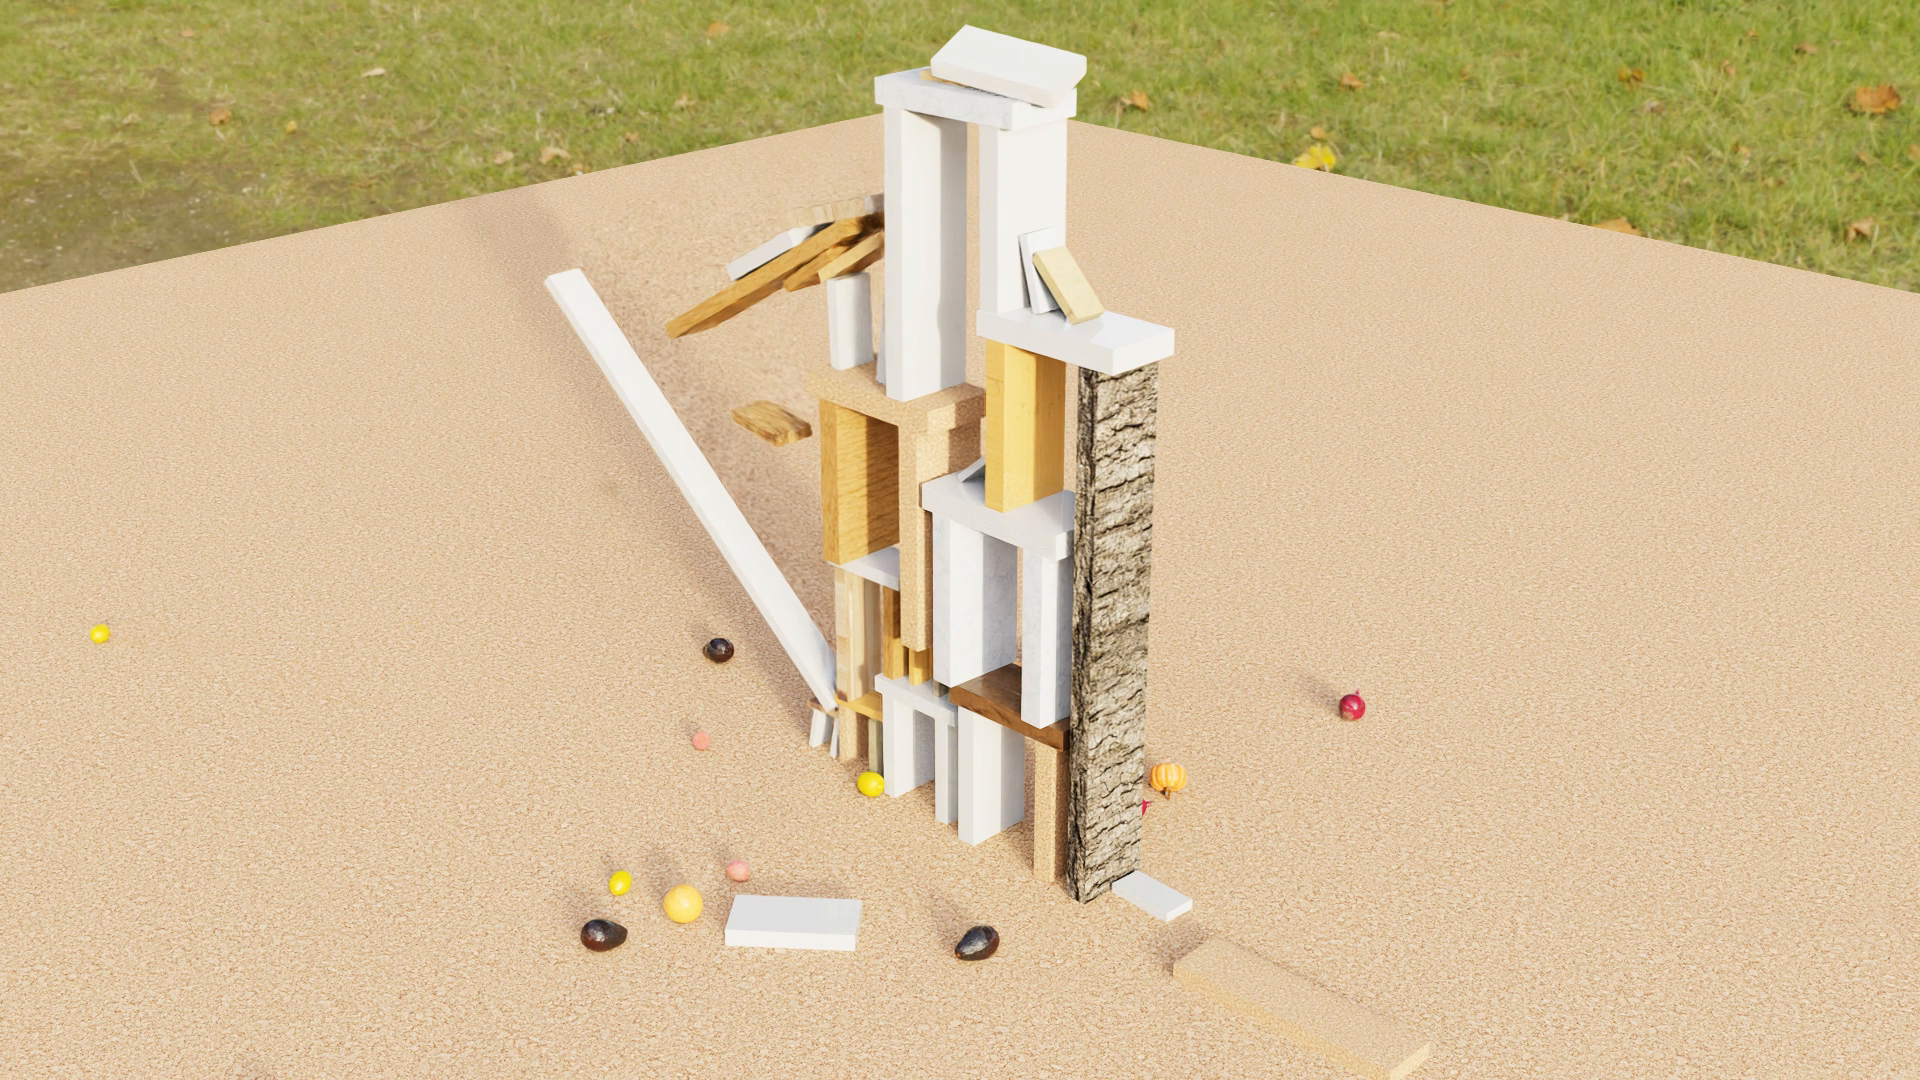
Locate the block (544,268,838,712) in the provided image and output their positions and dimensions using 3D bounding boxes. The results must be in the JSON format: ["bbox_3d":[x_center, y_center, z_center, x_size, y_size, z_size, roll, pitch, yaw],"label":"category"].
[{"bbox_3d":[-0.561,-0.120,4.743,0.086,0.024,1.144,-24,75,-44],"label":"block"}]

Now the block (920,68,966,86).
[{"bbox_3d":[-0.014,-0.820,3.887,0.105,0.015,0.053,18,29,35],"label":"block"}]

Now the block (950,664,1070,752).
[{"bbox_3d":[0.136,0.314,4.214,0.294,0.042,0.147,21,31,40],"label":"block"}]

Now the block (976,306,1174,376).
[{"bbox_3d":[0.200,-0.364,3.858,0.321,0.046,0.161,21,31,40],"label":"block"}]

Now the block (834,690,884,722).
[{"bbox_3d":[-0.185,0.338,4.575,0.142,0.020,0.071,19,29,37],"label":"block"}]

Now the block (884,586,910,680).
[{"bbox_3d":[-0.107,0.171,4.430,0.102,0.204,0.029,-21,32,-40],"label":"block"}]

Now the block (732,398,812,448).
[{"bbox_3d":[-0.390,-0.243,4.549,0.086,0.024,0.171,-21,34,-32],"label":"block"}]

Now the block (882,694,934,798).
[{"bbox_3d":[-0.105,0.404,4.516,0.032,0.228,0.114,21,31,40],"label":"block"}]

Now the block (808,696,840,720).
[{"bbox_3d":[-0.271,0.352,4.661,0.098,0.014,0.049,19,29,37],"label":"block"}]

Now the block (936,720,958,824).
[{"bbox_3d":[0.002,0.447,4.417,0.032,0.228,0.114,21,31,41],"label":"block"}]

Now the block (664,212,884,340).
[{"bbox_3d":[-0.376,-0.526,4.412,0.117,0.033,0.628,-21,0,-42],"label":"block"}]

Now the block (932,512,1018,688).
[{"bbox_3d":[0.030,0.093,4.233,0.175,0.349,0.049,-19,30,-38],"label":"block"}]

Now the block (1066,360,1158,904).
[{"bbox_3d":[0.275,0.173,4.002,0.046,1.056,0.161,21,31,40],"label":"block"}]

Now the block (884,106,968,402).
[{"bbox_3d":[-0.063,-0.538,4.067,0.165,0.549,0.047,-21,31,-40],"label":"block"}]

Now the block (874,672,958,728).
[{"bbox_3d":[-0.052,0.306,4.416,0.114,0.032,0.228,-21,31,-41],"label":"block"}]

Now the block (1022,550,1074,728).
[{"bbox_3d":[0.195,0.159,4.079,0.175,0.349,0.049,-20,30,-39],"label":"block"}]

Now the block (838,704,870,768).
[{"bbox_3d":[-0.222,0.400,4.636,0.020,0.142,0.071,19,29,37],"label":"block"}]

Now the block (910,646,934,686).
[{"bbox_3d":[-0.077,0.235,4.407,0.053,0.105,0.015,-20,30,-39],"label":"block"}]

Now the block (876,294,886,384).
[{"bbox_3d":[-0.112,-0.391,4.191,0.025,0.177,0.089,28,35,35],"label":"block"}]

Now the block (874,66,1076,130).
[{"bbox_3d":[0.025,-0.783,3.879,0.330,0.047,0.165,20,30,39],"label":"block"}]

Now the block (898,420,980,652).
[{"bbox_3d":[-0.038,-0.021,4.257,0.171,0.454,0.048,-21,31,-40],"label":"block"}]

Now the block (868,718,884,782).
[{"bbox_3d":[-0.156,0.427,4.572,0.071,0.142,0.020,-21,31,-41],"label":"block"}]

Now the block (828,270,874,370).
[{"bbox_3d":[-0.213,-0.427,4.279,0.089,0.177,0.025,-21,28,-40],"label":"block"}]

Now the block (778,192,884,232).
[{"bbox_3d":[-0.227,-0.633,4.218,0.234,0.033,0.117,-2,14,44],"label":"block"}]

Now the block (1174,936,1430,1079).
[{"bbox_3d":[0.584,0.812,3.804,0.454,0.034,0.119,21,30,40],"label":"block"}]

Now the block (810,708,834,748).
[{"bbox_3d":[-0.295,0.393,4.707,0.049,0.098,0.014,-21,43,-41],"label":"block"}]

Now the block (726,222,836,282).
[{"bbox_3d":[-0.354,-0.575,4.375,0.117,0.033,0.234,-20,1,-39],"label":"block"}]

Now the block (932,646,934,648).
[{"bbox_3d":[-0.053,0.190,4.359,0.105,0.015,0.053,21,31,41],"label":"block"}]

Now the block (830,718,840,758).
[{"bbox_3d":[-0.248,0.411,4.664,0.014,0.098,0.049,33,38,33],"label":"block"}]

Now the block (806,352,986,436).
[{"bbox_3d":[-0.118,-0.285,4.233,0.171,0.048,0.341,-21,31,-40],"label":"block"}]

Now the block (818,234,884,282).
[{"bbox_3d":[-0.186,-0.544,4.212,0.089,0.025,0.177,-21,-3,-43],"label":"block"}]

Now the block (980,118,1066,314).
[{"bbox_3d":[0.111,-0.579,3.881,0.165,0.330,0.047,-19,29,-38],"label":"block"}]

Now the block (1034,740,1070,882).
[{"bbox_3d":[0.209,0.495,4.217,0.042,0.294,0.147,21,31,40],"label":"block"}]

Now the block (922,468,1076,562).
[{"bbox_3d":[0.112,-0.057,4.078,0.175,0.049,0.349,-21,30,-40],"label":"block"}]

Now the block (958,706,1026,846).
[{"bbox_3d":[0.063,0.442,4.341,0.042,0.294,0.147,21,31,40],"label":"block"}]

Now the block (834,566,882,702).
[{"bbox_3d":[-0.210,0.180,4.535,0.029,0.302,0.102,19,29,37],"label":"block"}]

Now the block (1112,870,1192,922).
[{"bbox_3d":[0.362,0.672,4.152,0.070,0.020,0.140,-20,30,-38],"label":"block"}]

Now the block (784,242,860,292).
[{"bbox_3d":[-0.266,-0.534,4.302,0.085,0.024,0.171,-21,-2,-37],"label":"block"}]

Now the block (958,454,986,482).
[{"bbox_3d":[0.044,-0.139,4.109,0.053,0.015,0.105,-17,-10,-35],"label":"block"}]

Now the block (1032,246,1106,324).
[{"bbox_3d":[0.189,-0.446,3.849,0.070,0.020,0.140,-21,75,-40],"label":"block"}]

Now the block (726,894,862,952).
[{"bbox_3d":[-0.305,0.705,4.055,0.238,0.034,0.119,2,23,4],"label":"block"}]

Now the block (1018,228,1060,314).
[{"bbox_3d":[0.148,-0.476,3.883,0.070,0.140,0.020,-21,15,-40],"label":"block"}]

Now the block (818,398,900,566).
[{"bbox_3d":[-0.197,-0.136,4.382,0.048,0.341,0.171,21,31,40],"label":"block"}]

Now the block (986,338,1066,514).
[{"bbox_3d":[0.120,-0.224,3.998,0.161,0.321,0.046,-21,31,-40],"label":"block"}]

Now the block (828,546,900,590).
[{"bbox_3d":[-0.160,0.046,4.426,0.204,0.029,0.102,20,30,40],"label":"block"}]

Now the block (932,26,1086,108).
[{"bbox_3d":[0.084,-0.813,3.772,0.238,0.034,0.119,20,50,23],"label":"block"}]

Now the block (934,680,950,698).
[{"bbox_3d":[-0.029,0.255,4.360,0.015,0.105,0.053,21,31,40],"label":"block"}]
